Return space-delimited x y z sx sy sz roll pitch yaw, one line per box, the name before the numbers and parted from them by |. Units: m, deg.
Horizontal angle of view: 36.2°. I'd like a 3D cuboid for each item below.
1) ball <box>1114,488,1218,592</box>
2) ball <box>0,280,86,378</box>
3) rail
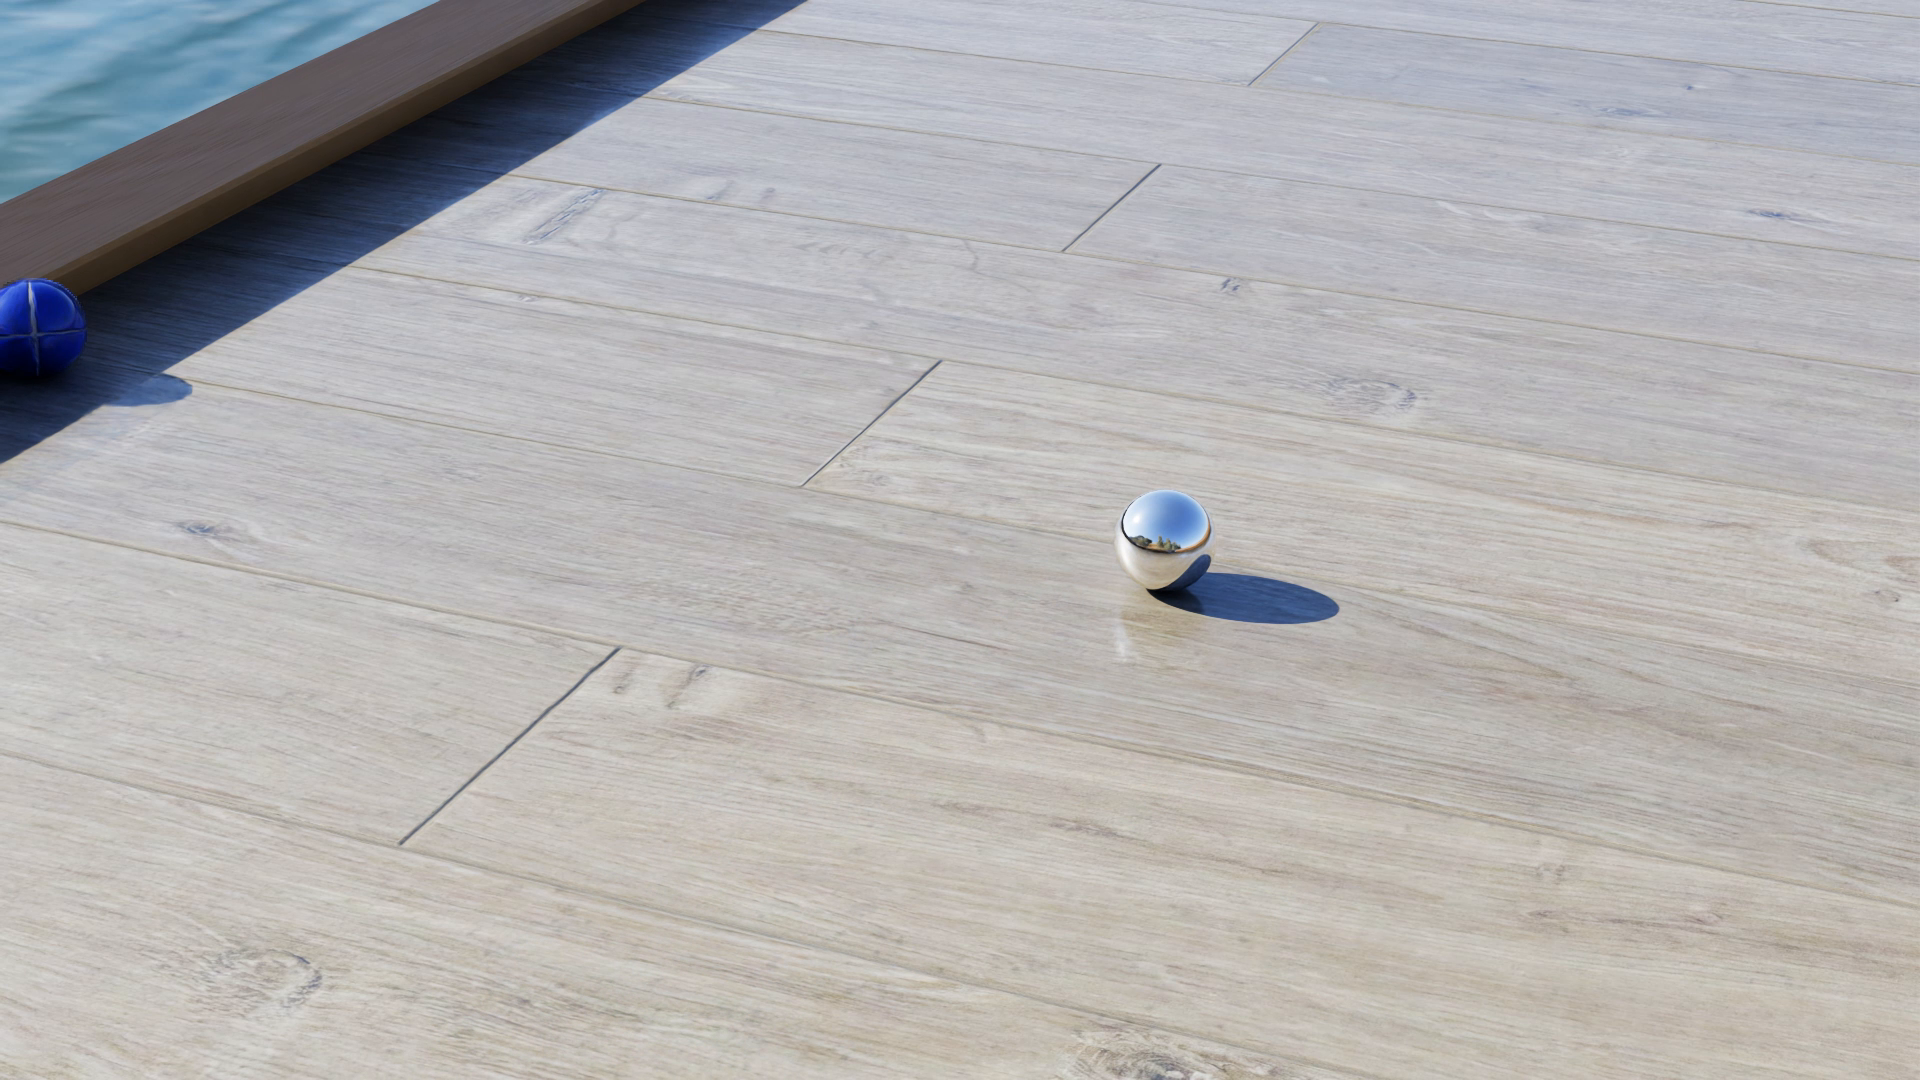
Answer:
ball | 0.128 0.000 1.840 0.065 0.065 0.065 0 26 0
ball | -0.678 -0.154 2.153 0.072 0.072 0.072 0 26 0
rail | -0.454 -0.463 2.766 0.045 0.097 3.133 10 27 20
